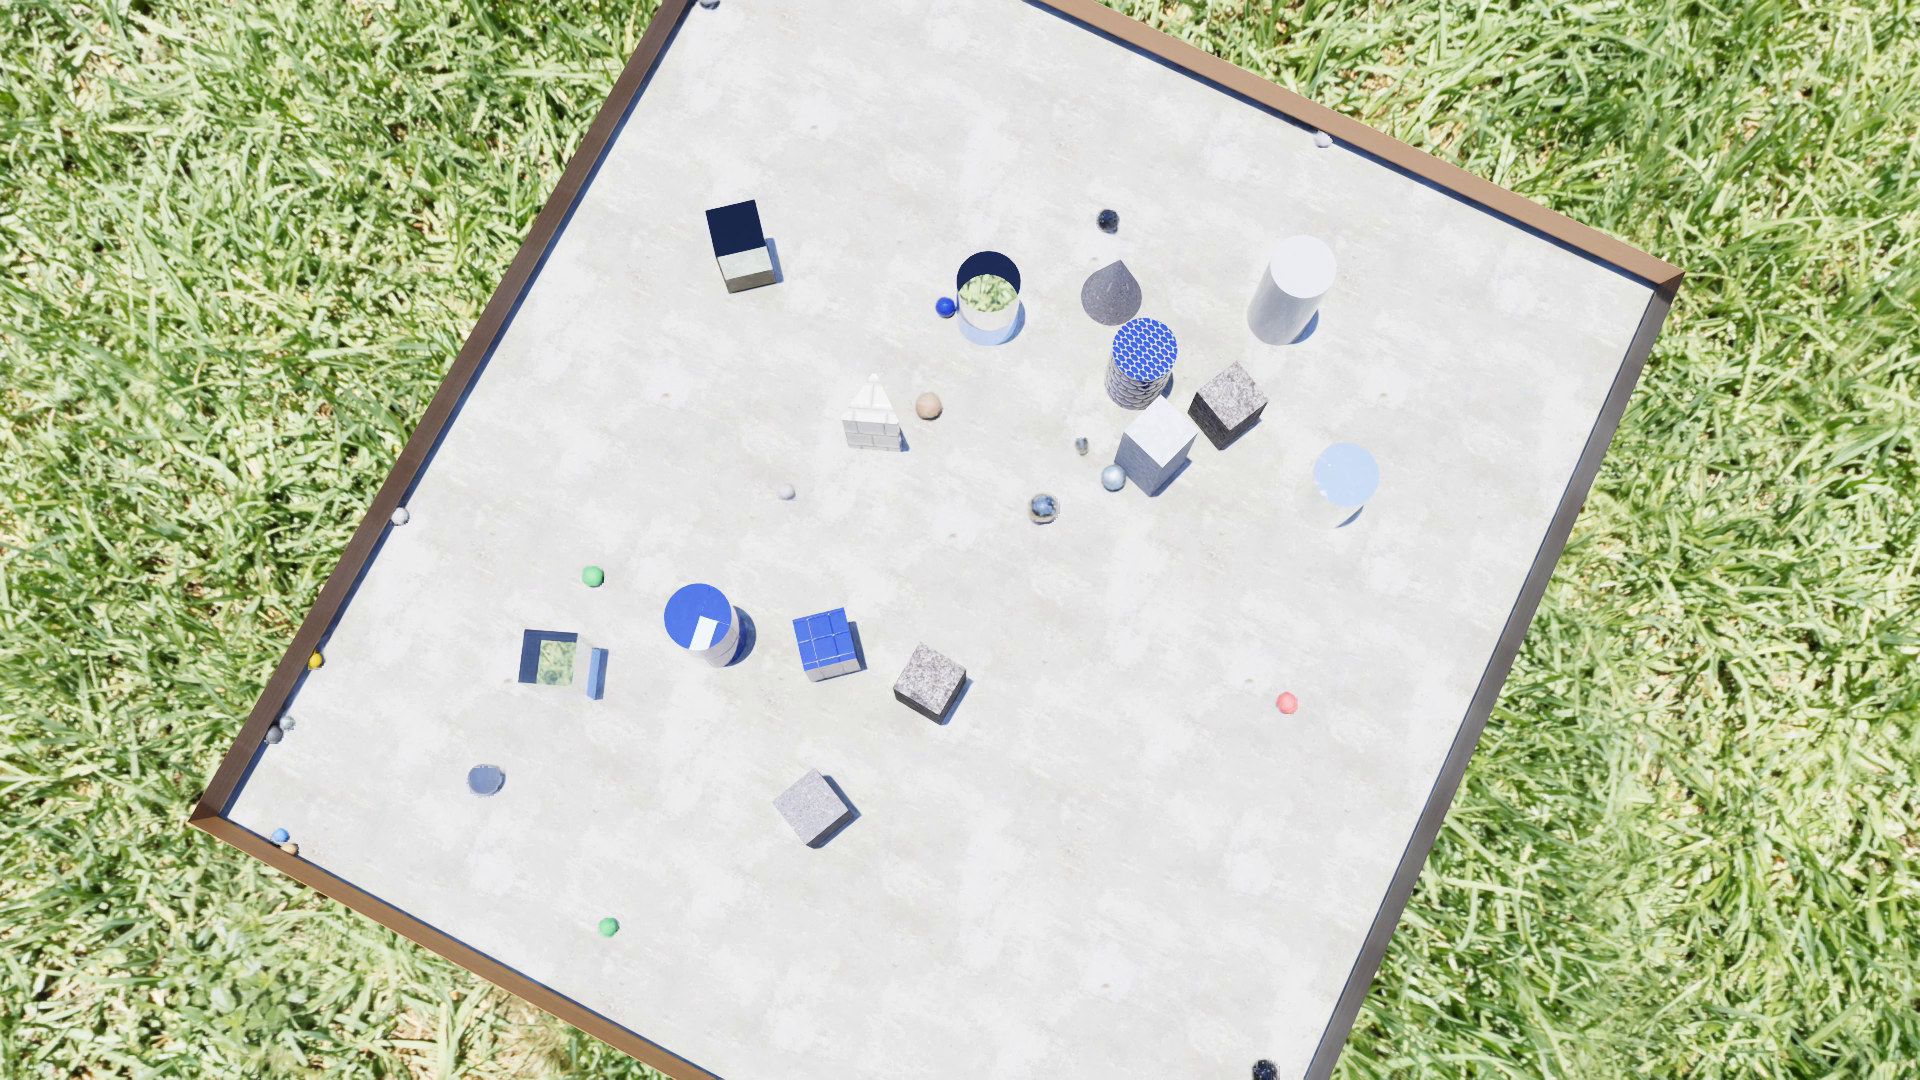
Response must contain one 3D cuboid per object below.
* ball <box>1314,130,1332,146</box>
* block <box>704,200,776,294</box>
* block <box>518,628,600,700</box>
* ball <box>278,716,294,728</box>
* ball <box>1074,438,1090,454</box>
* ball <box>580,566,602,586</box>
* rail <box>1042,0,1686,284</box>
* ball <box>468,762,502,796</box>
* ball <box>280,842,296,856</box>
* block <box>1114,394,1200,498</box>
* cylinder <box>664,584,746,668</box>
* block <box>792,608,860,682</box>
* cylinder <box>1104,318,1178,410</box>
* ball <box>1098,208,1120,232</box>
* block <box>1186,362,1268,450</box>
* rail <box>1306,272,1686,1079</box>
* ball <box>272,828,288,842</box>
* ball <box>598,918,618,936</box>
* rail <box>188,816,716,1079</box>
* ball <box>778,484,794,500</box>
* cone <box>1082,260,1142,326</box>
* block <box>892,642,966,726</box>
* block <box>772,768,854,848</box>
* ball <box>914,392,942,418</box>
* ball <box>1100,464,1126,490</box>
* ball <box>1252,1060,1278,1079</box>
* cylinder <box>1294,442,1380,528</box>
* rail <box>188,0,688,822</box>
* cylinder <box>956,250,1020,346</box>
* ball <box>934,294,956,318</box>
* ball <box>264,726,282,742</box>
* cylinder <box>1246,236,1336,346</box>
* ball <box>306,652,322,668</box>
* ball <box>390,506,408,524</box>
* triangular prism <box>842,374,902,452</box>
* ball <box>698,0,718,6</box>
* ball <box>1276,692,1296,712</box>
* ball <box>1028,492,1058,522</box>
[{"bbox_3d":[1.160,-1.284,5.856,0.051,0.051,0.051,0,78,0],"label":"ball"},{"bbox_3d":[-0.672,-0.899,5.638,0.154,0.322,0.154,-13,79,-3],"label":"block"},{"bbox_3d":[-1.171,0.368,5.371,0.154,0.331,0.154,4,78,1],"label":"block"},{"bbox_3d":[-2.017,0.545,5.483,0.040,0.040,0.040,0,78,0],"label":"ball"},{"bbox_3d":[0.376,-0.290,5.653,0.046,0.046,0.046,0,78,0],"label":"ball"},{"bbox_3d":[-1.118,0.109,5.561,0.065,0.065,0.065,0,78,0],"label":"ball"},{"bbox_3d":[0.775,-1.512,5.864,3.261,0.125,0.045,26,80,5],"label":"rail"},{"bbox_3d":[-1.407,0.706,5.421,0.096,0.096,0.096,0,78,0],"label":"ball"},{"bbox_3d":[-1.980,0.917,5.403,0.046,0.046,0.046,0,78,0],"label":"ball"},{"bbox_3d":[0.582,-0.276,5.478,0.154,0.383,0.154,44,82,8],"label":"block"},{"bbox_3d":[-0.742,0.255,5.372,0.193,0.375,0.193,0,78,0],"label":"cylinder"},{"bbox_3d":[-0.392,0.312,5.417,0.154,0.264,0.154,-14,79,-3],"label":"block"},{"bbox_3d":[0.545,-0.530,5.558,0.193,0.328,0.193,0,78,0],"label":"cylinder"},{"bbox_3d":[0.470,-1.010,5.790,0.070,0.070,0.070,0,78,0],"label":"ball"},{"bbox_3d":[0.814,-0.406,5.577,0.154,0.241,0.154,-37,81,-7],"label":"block"},{"bbox_3d":[1.437,0.710,5.405,0.045,0.125,3.515,26,80,5],"label":"rail"},{"bbox_3d":[-2.010,0.873,5.415,0.041,0.041,0.041,0,78,0],"label":"ball"},{"bbox_3d":[-1.029,1.130,5.355,0.054,0.054,0.054,0,78,0],"label":"ball"},{"bbox_3d":[-0.775,1.525,5.236,3.261,0.125,0.045,26,80,5],"label":"rail"},{"bbox_3d":[-0.532,-0.149,5.622,0.049,0.049,0.049,0,78,0],"label":"ball"},{"bbox_3d":[0.477,-0.801,5.610,0.193,0.336,0.193,0,78,0],"label":"cone"},{"bbox_3d":[-0.087,0.424,5.377,0.154,0.298,0.154,30,80,6],"label":"block"},{"bbox_3d":[-0.422,0.779,5.299,0.154,0.306,0.154,-39,81,-7],"label":"block"},{"bbox_3d":[-0.099,-0.418,5.661,0.083,0.083,0.083,0,78,0],"label":"ball"},{"bbox_3d":[0.471,-0.192,5.616,0.079,0.079,0.079,0,78,0],"label":"ball"},{"bbox_3d":[0.875,1.529,5.261,0.076,0.076,0.076,0,78,0],"label":"ball"},{"bbox_3d":[1.126,-0.160,5.491,0.193,0.310,0.193,0,78,0],"label":"cylinder"},{"bbox_3d":[-1.437,-0.697,5.696,0.045,0.125,3.515,26,80,5],"label":"rail"},{"bbox_3d":[0.085,-0.735,5.602,0.193,0.326,0.193,0,78,0],"label":"cylinder"},{"bbox_3d":[-0.047,-0.731,5.735,0.073,0.073,0.073,0,78,0],"label":"ball"},{"bbox_3d":[-2.053,0.579,5.471,0.050,0.050,0.050,0,78,0],"label":"ball"},{"bbox_3d":[0.997,-0.749,5.541,0.193,0.451,0.193,0,78,0],"label":"cylinder"},{"bbox_3d":[-1.945,0.361,5.518,0.047,0.047,0.047,0,78,0],"label":"ball"},{"bbox_3d":[-1.717,-0.075,5.605,0.053,0.053,0.053,0,78,0],"label":"ball"},{"bbox_3d":[-0.258,-0.386,5.529,0.167,0.328,0.145,5,78,1],"label":"triangular prism"},{"bbox_3d":[-0.818,-1.773,5.943,0.080,0.080,0.080,0,78,0],"label":"ball"},{"bbox_3d":[0.977,0.485,5.485,0.060,0.060,0.060,0,78,0],"label":"ball"},{"bbox_3d":[0.251,-0.099,5.590,0.092,0.092,0.092,0,78,0],"label":"ball"}]
